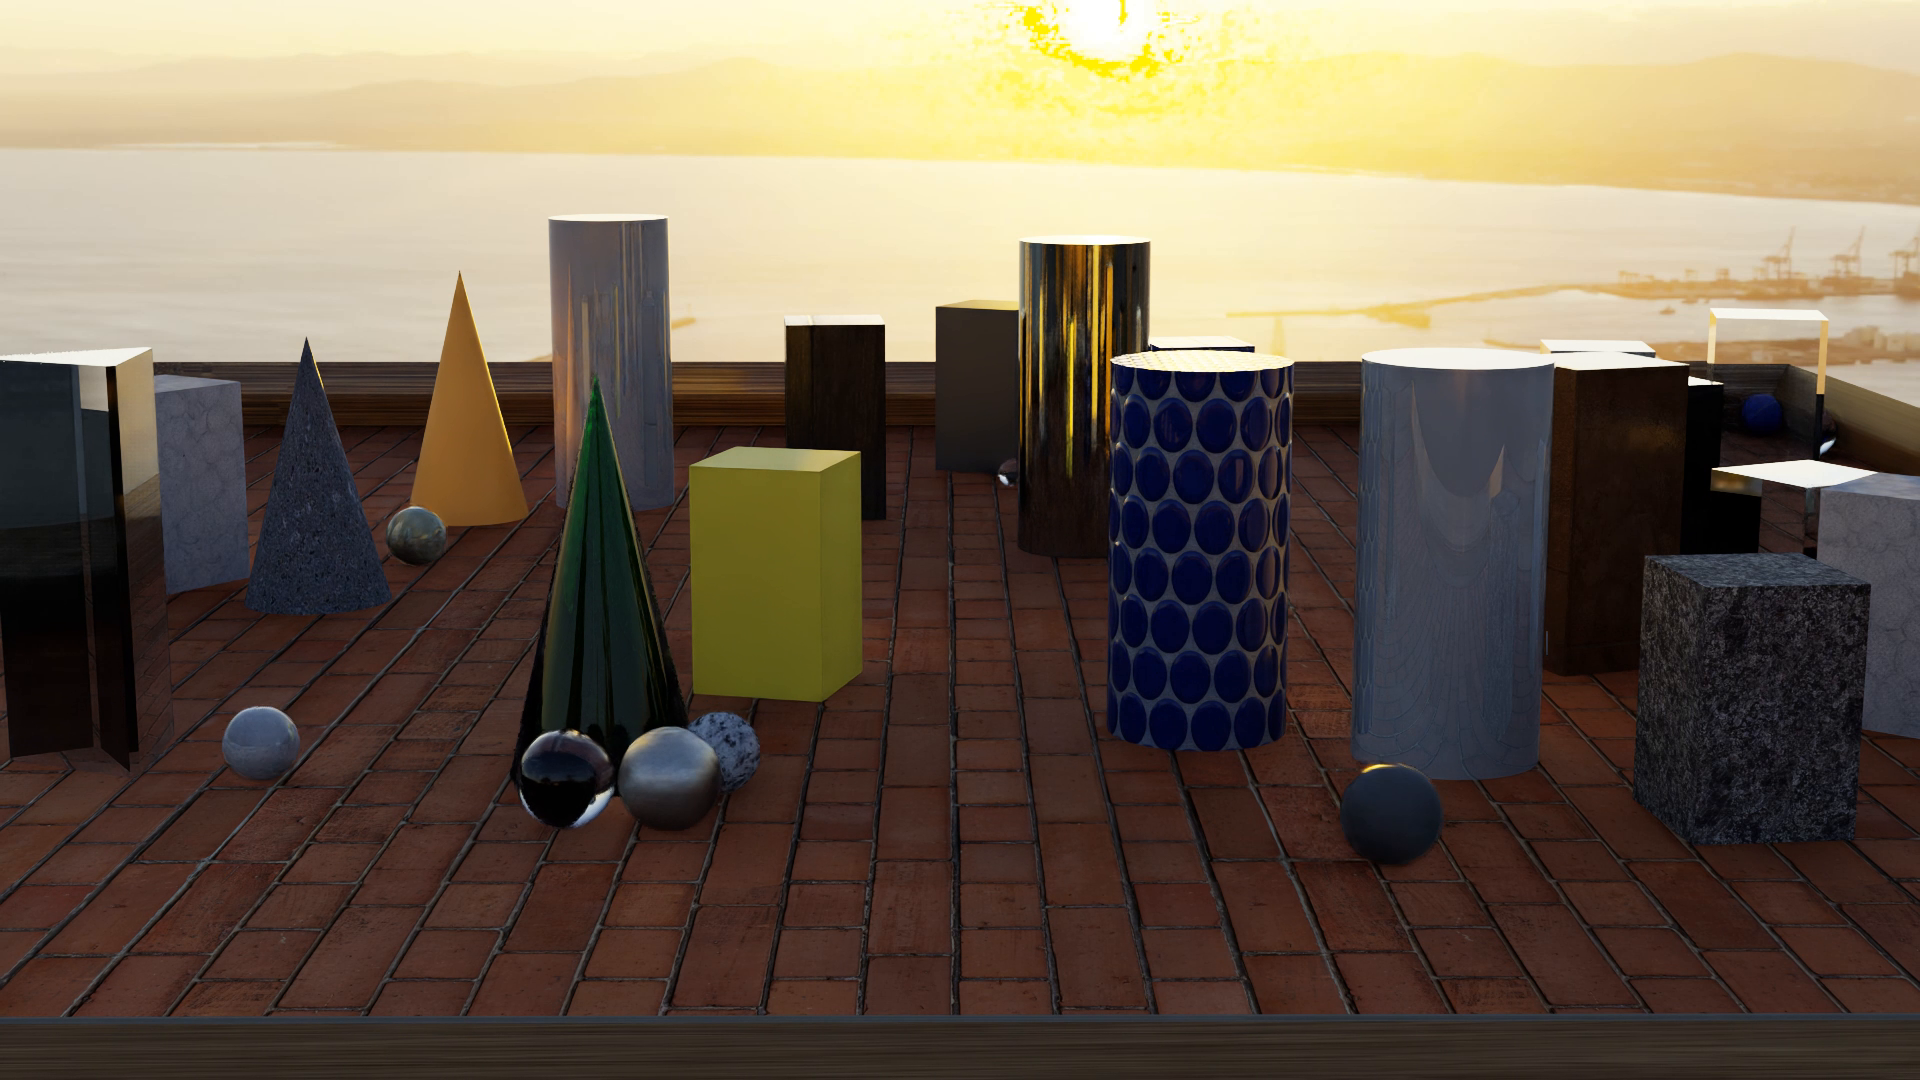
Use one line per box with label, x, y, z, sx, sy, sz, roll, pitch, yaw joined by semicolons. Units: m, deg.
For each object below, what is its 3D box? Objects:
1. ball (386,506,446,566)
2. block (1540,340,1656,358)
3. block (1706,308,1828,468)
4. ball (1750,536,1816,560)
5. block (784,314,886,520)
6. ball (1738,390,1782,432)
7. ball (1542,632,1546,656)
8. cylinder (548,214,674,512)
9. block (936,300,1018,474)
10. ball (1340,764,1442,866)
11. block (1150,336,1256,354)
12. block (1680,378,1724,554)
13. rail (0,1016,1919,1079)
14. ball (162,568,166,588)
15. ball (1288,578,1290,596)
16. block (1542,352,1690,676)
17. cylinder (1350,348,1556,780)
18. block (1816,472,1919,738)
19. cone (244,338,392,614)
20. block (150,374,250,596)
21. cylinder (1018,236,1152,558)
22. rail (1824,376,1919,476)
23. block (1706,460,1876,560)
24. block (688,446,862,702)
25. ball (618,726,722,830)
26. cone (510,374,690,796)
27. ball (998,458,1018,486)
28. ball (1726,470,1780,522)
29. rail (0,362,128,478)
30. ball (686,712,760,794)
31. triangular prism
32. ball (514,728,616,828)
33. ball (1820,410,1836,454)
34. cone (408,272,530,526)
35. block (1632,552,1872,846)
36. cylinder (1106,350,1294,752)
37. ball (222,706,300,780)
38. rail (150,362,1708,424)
ball;-0.800;-0.005;3.776;0.088;0.088;0.088;0;10;0
block;1.003;-0.163;4.068;0.159;0.291;0.159;1;11;7
block;1.219;-0.165;3.901;0.159;0.357;0.159;2;11;13
ball;1.118;0.044;3.487;0.097;0.097;0.097;0;10;0
block;-0.206;-0.203;4.210;0.159;0.318;0.159;-1;11;-5
ball;1.610;-0.259;5.162;0.083;0.083;0.083;0;10;0
ball;0.677;0.124;3.122;0.073;0.073;0.073;0;10;0
cylinder;-0.581;-0.299;4.287;0.199;0.478;0.199;0;10;0
block;0.062;-0.281;4.690;0.159;0.298;0.159;5;12;26
ball;0.397;0.253;2.365;0.093;0.093;0.093;0;10;0
block;0.387;-0.190;4.251;0.159;0.278;0.159;-2;11;-9
block;0.928;-0.070;3.528;0.159;0.305;0.159;-3;11;-16
rail;0.010;0.363;1.666;3.406;0.129;0.045;0;10;0
ball;-1.117;0.055;3.480;0.076;0.076;0.076;0;10;0
ball;0.419;0.063;3.483;0.061;0.061;0.061;0;10;0
block;0.774;-0.036;3.162;0.159;0.372;0.159;-4;11;-20
cylinder;0.518;0.020;2.707;0.199;0.426;0.199;0;10;0
block;1.067;0.072;2.877;0.159;0.263;0.159;9;14;41
cone;-0.885;-0.097;3.508;0.199;0.366;0.199;0;10;0
block;-1.133;-0.081;3.650;0.159;0.283;0.159;7;12;32
cylinder;0.187;-0.220;3.892;0.199;0.468;0.199;0;10;0
rail;1.679;0.031;3.458;0.045;0.129;3.673;0;10;0
block;1.026;0.037;3.125;0.159;0.240;0.159;-5;12;-26
block;-0.216;0.037;3.043;0.159;0.271;0.159;3;11;15
ball;-0.280;0.229;2.475;0.099;0.099;0.099;0;10;0
cone;-0.370;0.034;2.645;0.199;0.421;0.199;0;10;0
ball;0.091;-0.119;4.500;0.047;0.047;0.047;0;10;0
ball;1.281;-0.071;4.147;0.082;0.082;0.082;0;10;0
rail;-1.679;0.035;3.439;0.045;0.129;3.673;0;10;0
ball;-0.243;0.215;2.598;0.083;0.083;0.083;0;10;0
triangular prism;-0.900;0.017;2.721;0.172;0.428;0.149;5;12;25
ball;-0.381;0.231;2.478;0.096;0.096;0.096;0;10;0
ball;1.604;-0.204;4.837;0.093;0.093;0.093;0;10;0
cone;-0.806;-0.238;4.169;0.199;0.402;0.199;0;10;0
block;0.764;0.151;2.490;0.159;0.249;0.159;-1;11;-6
cylinder;0.263;0.008;2.819;0.199;0.411;0.199;0;10;0
ball;-0.721;0.209;2.645;0.077;0.077;0.077;0;10;0
rail;-0.010;-0.297;5.231;3.406;0.129;0.045;0;10;0
